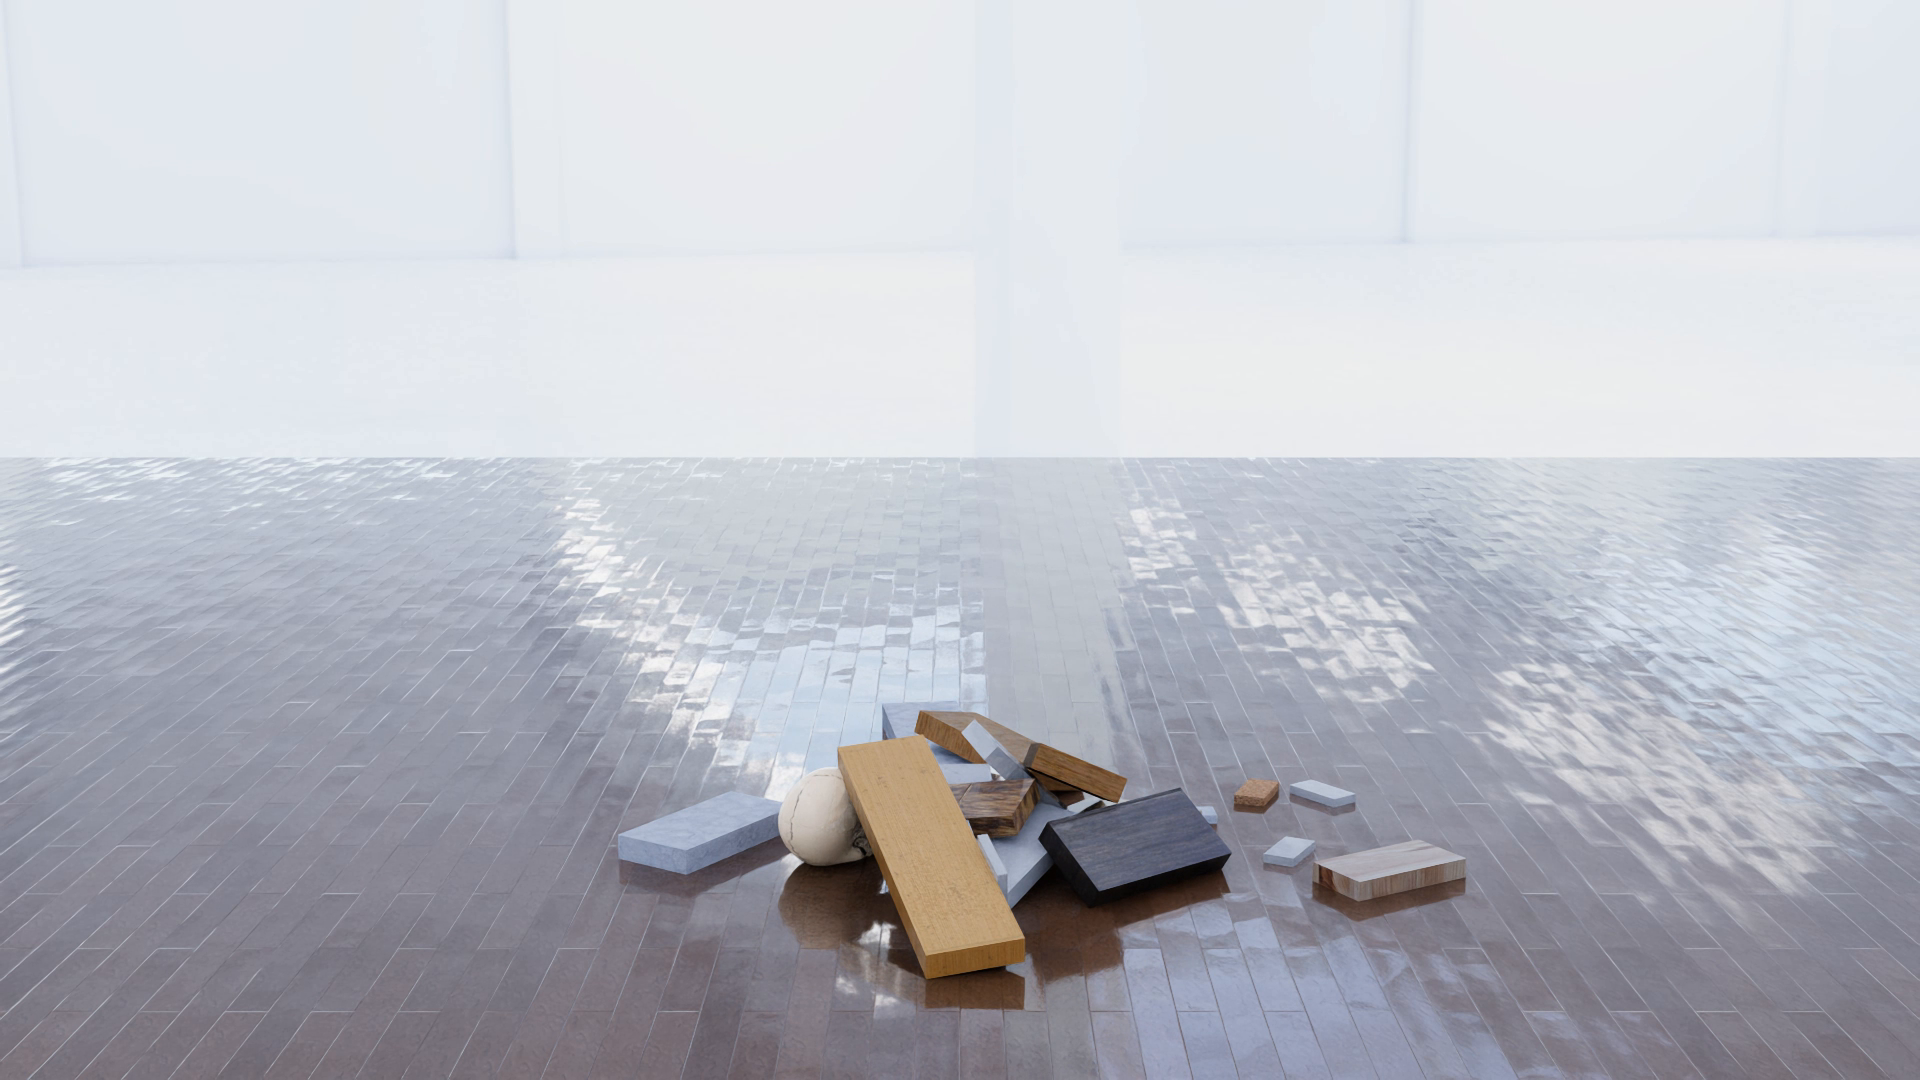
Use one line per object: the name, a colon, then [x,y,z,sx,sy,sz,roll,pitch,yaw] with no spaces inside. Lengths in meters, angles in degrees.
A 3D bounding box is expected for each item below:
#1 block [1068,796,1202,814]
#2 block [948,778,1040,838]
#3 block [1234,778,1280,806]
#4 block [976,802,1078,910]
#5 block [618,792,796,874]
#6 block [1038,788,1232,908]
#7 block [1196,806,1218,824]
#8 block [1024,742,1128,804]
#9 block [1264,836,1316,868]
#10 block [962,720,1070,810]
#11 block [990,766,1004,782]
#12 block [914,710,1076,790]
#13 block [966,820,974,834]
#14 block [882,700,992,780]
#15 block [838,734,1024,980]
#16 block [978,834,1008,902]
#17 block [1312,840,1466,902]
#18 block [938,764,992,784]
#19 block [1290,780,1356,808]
block: [0.306,0.506,3.980,0.237,0.034,0.118,3,10,40]
block: [-0.011,0.466,3.774,0.270,0.038,0.135,-7,19,22]
block: [0.568,0.482,4.205,0.058,0.016,0.116,4,11,22]
block: [0.085,0.525,3.700,0.135,0.038,0.270,14,29,27]
block: [-0.447,0.520,3.927,0.154,0.044,0.309,7,13,33]
block: [0.298,0.518,3.722,0.309,0.044,0.154,-8,47,-38]
block: [0.416,0.509,4.064,0.110,0.016,0.055,0,11,-2]
block: [0.200,0.413,3.910,0.161,0.046,0.321,22,-5,1]
block: [0.578,0.547,3.859,0.055,0.016,0.110,6,12,28]
block: [0.118,0.431,3.884,0.034,0.271,0.118,-45,27,0]
block: [0.115,0.476,3.979,0.034,0.120,0.240,-43,10,4]
block: [0.078,0.410,4.295,0.161,0.046,0.321,7,12,-45]
block: [-0.024,0.551,3.561,0.135,0.038,0.270,-6,27,-10]
block: [-0.046,0.424,4.437,0.161,0.046,0.596,-1,11,-8]
block: [-0.057,0.500,3.574,0.154,0.044,0.617,-7,27,-13]
block: [0.052,0.525,3.503,0.016,0.058,0.116,-7,27,-13]
block: [0.730,0.560,3.738,0.237,0.034,0.118,-6,12,-30]
block: [-0.003,0.484,3.946,0.120,0.034,0.240,-1,28,0]
block: [0.692,0.484,4.197,0.058,0.016,0.116,-8,13,-36]
